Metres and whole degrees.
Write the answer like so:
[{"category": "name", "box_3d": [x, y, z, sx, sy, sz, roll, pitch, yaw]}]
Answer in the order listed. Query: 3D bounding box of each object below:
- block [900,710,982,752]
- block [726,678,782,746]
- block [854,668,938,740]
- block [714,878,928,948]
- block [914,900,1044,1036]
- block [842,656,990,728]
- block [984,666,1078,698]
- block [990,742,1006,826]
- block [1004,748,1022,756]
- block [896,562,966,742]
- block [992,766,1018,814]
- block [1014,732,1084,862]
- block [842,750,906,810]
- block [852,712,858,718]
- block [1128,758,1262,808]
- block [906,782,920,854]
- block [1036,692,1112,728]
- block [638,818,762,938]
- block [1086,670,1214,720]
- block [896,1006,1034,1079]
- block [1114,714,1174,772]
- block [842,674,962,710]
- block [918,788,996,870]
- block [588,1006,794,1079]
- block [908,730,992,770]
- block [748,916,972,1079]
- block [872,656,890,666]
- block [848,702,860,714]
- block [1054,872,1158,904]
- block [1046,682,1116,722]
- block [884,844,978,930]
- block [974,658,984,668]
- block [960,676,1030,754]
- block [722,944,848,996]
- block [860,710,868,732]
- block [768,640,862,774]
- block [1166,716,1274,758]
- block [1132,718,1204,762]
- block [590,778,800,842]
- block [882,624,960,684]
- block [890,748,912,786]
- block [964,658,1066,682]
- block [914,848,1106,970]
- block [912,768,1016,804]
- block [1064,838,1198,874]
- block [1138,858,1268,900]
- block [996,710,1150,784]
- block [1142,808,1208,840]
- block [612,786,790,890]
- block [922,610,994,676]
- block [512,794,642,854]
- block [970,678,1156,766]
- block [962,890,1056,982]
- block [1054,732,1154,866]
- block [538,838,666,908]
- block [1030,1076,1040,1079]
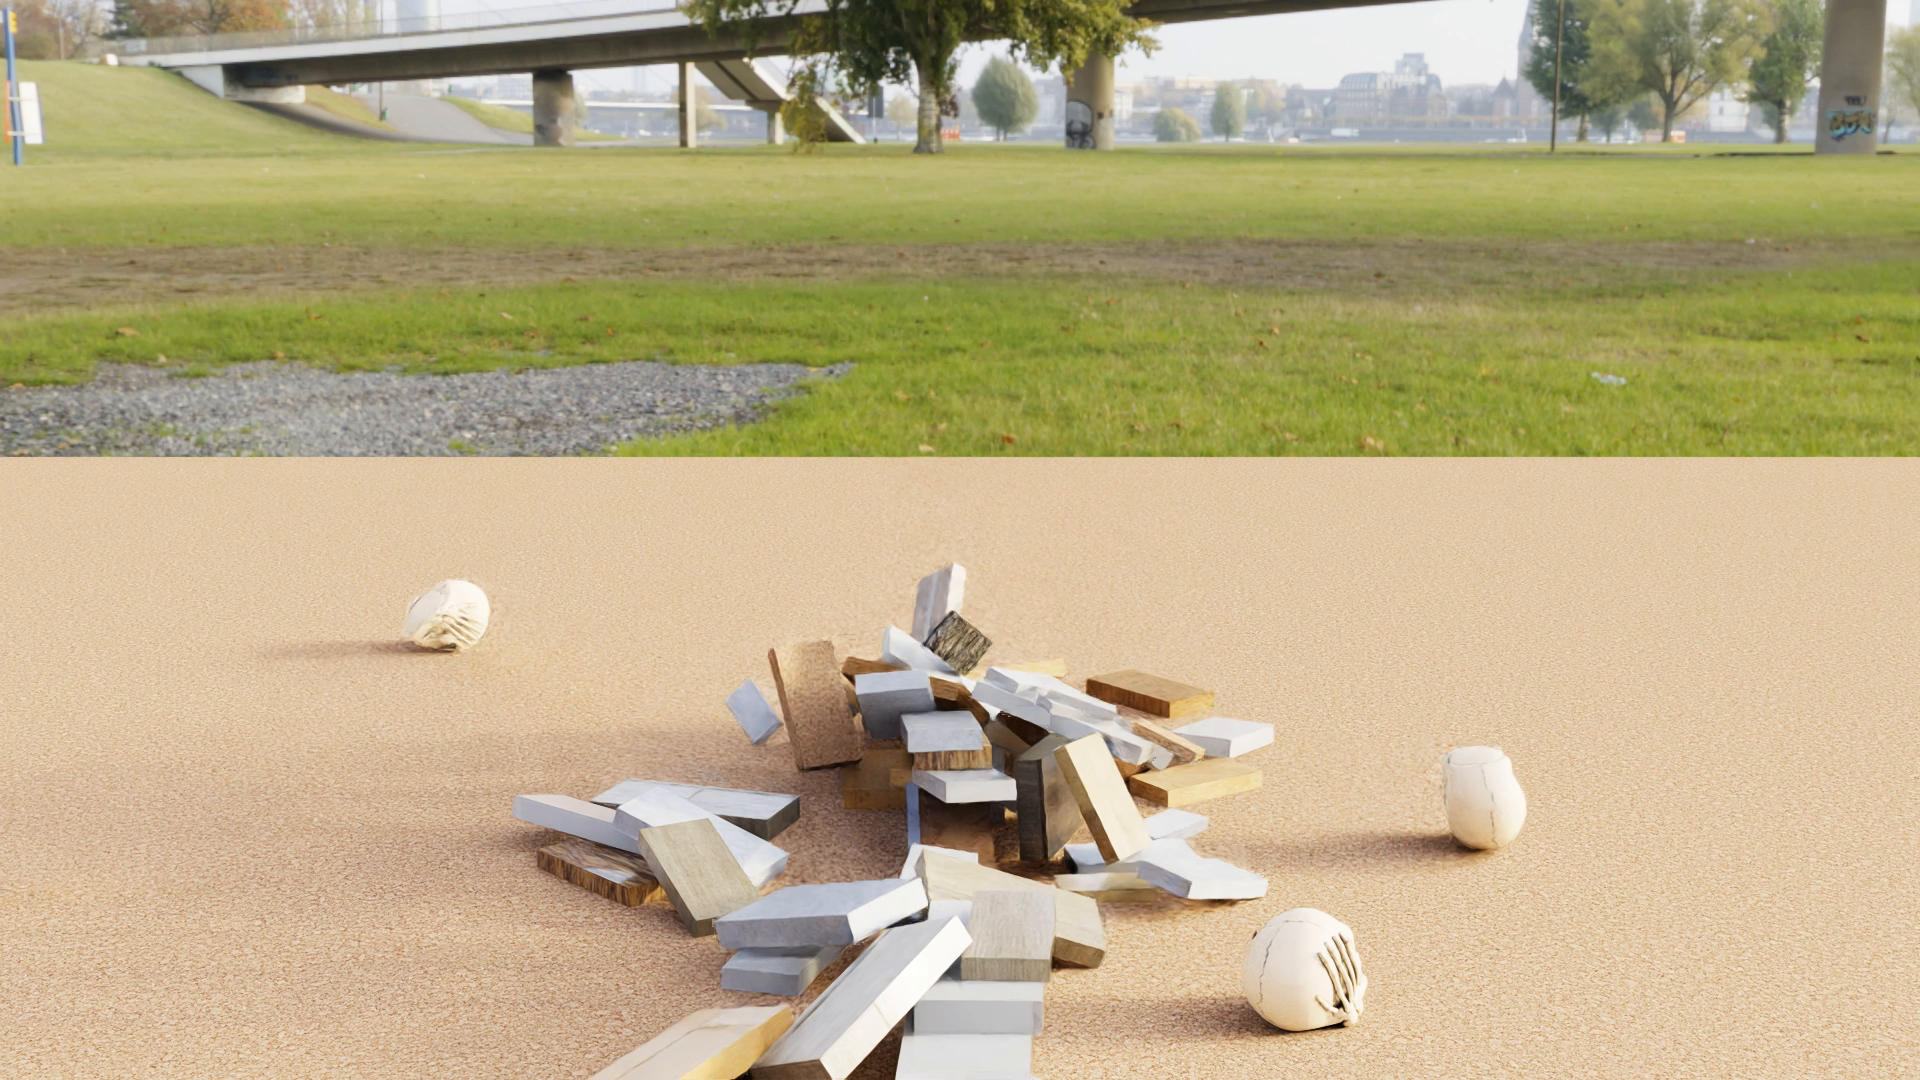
[{"category": "block", "box_3d": [-0.035, 0.336, 3.877, 0.128, 0.036, 0.256, -2, 3, -4]}, {"category": "block", "box_3d": [-0.428, 0.358, 4.573, 0.137, 0.068, 0.019, 51, 7, 38]}, {"category": "block", "box_3d": [-0.113, 0.301, 4.014, 0.128, 0.036, 0.256, -6, -24, 2]}, {"category": "block", "box_3d": [-0.211, 0.560, 3.298, 0.309, 0.044, 0.154, -13, 5, 45]}, {"category": "block", "box_3d": [0.033, 0.596, 3.087, 0.171, 0.048, 0.341, 0, 13, 3]}, {"category": "block", "box_3d": [-0.085, 0.287, 4.134, 0.265, 0.035, 0.124, 12, -24, 34]}, {"category": "block", "box_3d": [0.133, 0.267, 4.054, 0.168, 0.024, 0.084, 12, 10, -45]}, {"category": "block", "box_3d": [0.003, 0.439, 4.168, 0.162, 0.046, 0.324, 0, 23, 0]}, {"category": "block", "box_3d": [0.159, 0.389, 4.487, 0.135, 0.038, 0.270, 29, 17, 12]}, {"category": "block", "box_3d": [-0.057, 0.220, 4.294, 0.033, 0.347, 0.115, 25, -32, -29]}, {"category": "block", "box_3d": [0.091, 0.464, 4.023, 0.161, 0.023, 0.081, 33, 17, -7]}, {"category": "block", "box_3d": [0.158, 0.445, 3.856, 0.048, 0.171, 0.341, -3, 2, 13]}, {"category": "block", "box_3d": [-0.158, 0.462, 4.256, 0.135, 0.038, 0.270, -1, 11, -3]}, {"category": "block", "box_3d": [-0.254, 0.352, 4.539, 0.068, 0.137, 0.019, 47, 19, 16]}, {"category": "block", "box_3d": [0.455, 0.467, 4.243, 0.234, 0.033, 0.117, -7, 13, -33]}, {"category": "block", "box_3d": [-0.036, 0.503, 3.854, 0.111, 0.031, 0.221, -1, 30, -3]}, {"category": "block", "box_3d": [0.207, 0.308, 3.968, 0.128, 0.018, 0.064, 16, 8, -25]}, {"category": "block", "box_3d": [-0.421, 0.547, 3.579, 0.124, 0.035, 0.248, -6, 32, -29]}, {"category": "block", "box_3d": [0.422, 0.342, 4.901, 0.135, 0.038, 0.270, -8, 13, -38]}, {"category": "block", "box_3d": [0.005, 0.701, 2.848, 0.171, 0.048, 0.669, 0, 13, 3]}, {"category": "block", "box_3d": [0.329, 0.386, 4.362, 0.135, 0.038, 0.270, 36, -2, -8]}, {"category": "block", "box_3d": [-0.119, 0.288, 4.372, 0.230, 0.033, 0.115, -7, 16, -25]}, {"category": "block", "box_3d": [-0.007, 0.505, 3.718, 0.120, 0.034, 0.240, 0, 30, -3]}, {"category": "block", "box_3d": [-0.365, 0.692, 2.905, 0.154, 0.044, 0.309, -9, 5, 28]}, {"category": "block", "box_3d": [-0.021, 0.370, 3.932, 0.135, 0.038, 0.271, -2, 3, -4]}, {"category": "block", "box_3d": [-0.131, 0.622, 2.946, 0.154, 0.044, 0.309, -21, 14, 46]}, {"category": "block", "box_3d": [-0.089, 0.240, 4.675, 0.117, 0.033, 0.234, -21, 0, -36]}, {"category": "block", "box_3d": [-0.196, 0.333, 4.435, 0.137, 0.019, 0.068, -17, -8, 24]}, {"category": "block", "box_3d": [0.243, 0.580, 3.663, 0.161, 0.023, 0.081, -1, 11, -6]}, {"category": "block", "box_3d": [0.219, 0.292, 3.969, 0.128, 0.018, 0.064, 19, 8, 1]}, {"category": "block", "box_3d": [-0.043, 0.542, 3.398, 0.104, 0.030, 0.209, 8, 24, 8]}, {"category": "block", "box_3d": [-0.075, 0.277, 4.620, 0.229, 0.033, 0.115, -13, -6, -14]}, {"category": "block", "box_3d": [0.119, 0.364, 4.267, 0.304, 0.043, 0.152, 26, 16, -39]}, {"category": "block", "box_3d": [-0.261, 0.631, 3.352, 0.120, 0.034, 0.239, 2, 11, 16]}, {"category": "block", "box_3d": [-0.049, 0.348, 4.498, 0.162, 0.046, 0.324, -12, -6, 28]}, {"category": "block", "box_3d": [-0.282, 0.323, 4.277, 0.124, 0.247, 0.035, -6, -20, -28]}, {"category": "block", "box_3d": [0.533, 0.402, 4.484, 0.135, 0.038, 0.270, 5, 4, 26]}, {"category": "block", "box_3d": [0.378, 0.364, 4.000, 0.128, 0.018, 0.064, 26, 9, 17]}, {"category": "block", "box_3d": [-0.487, 0.497, 4.054, 0.352, 0.043, 0.152, 4, 11, 18]}, {"category": "block", "box_3d": [-0.073, 0.235, 4.161, 0.168, 0.024, 0.084, 34, 29, -21]}, {"category": "block", "box_3d": [-0.047, 0.401, 4.065, 0.111, 0.031, 0.221, 3, 17, 12]}, {"category": "block", "box_3d": [0.012, 0.310, 4.700, 0.135, 0.038, 0.532, -21, -11, 39]}, {"category": "block", "box_3d": [0.076, 0.561, 3.350, 0.292, 0.036, 0.128, 19, 25, -14]}, {"category": "block", "box_3d": [0.005, 0.414, 3.784, 0.120, 0.034, 0.240, -1, 3, -15]}, {"category": "block", "box_3d": [0.294, 0.551, 3.794, 0.213, 0.030, 0.107, -2, 11, -10]}, {"category": "block", "box_3d": [0.399, 0.555, 3.607, 0.107, 0.030, 0.213, 18, 6, 42]}, {"category": "block", "box_3d": [0.218, 0.388, 4.200, 0.304, 0.043, 0.152, 22, 12, -48]}, {"category": "block", "box_3d": [0.369, 0.522, 3.971, 0.081, 0.023, 0.161, 9, 14, 39]}, {"category": "block", "box_3d": [-0.442, 0.512, 3.748, 0.271, 0.038, 0.135, 24, 18, 18]}, {"category": "block", "box_3d": [-0.002, 0.194, 4.133, 0.024, 0.084, 0.168, 40, -1, 31]}, {"category": "block", "box_3d": [-0.633, 0.502, 3.881, 0.292, 0.038, 0.135, 11, -1, 28]}, {"category": "block", "box_3d": [0.190, 0.326, 3.996, 0.329, 0.034, 0.120, 21, 8, 16]}, {"category": "block", "box_3d": [0.071, 0.553, 3.085, 0.120, 0.034, 0.239, 0, 13, 5]}, {"category": "block", "box_3d": [0.245, 0.442, 3.763, 0.030, 0.213, 0.107, -33, -12, 37]}, {"category": "block", "box_3d": [-0.593, 0.560, 3.737, 0.117, 0.033, 0.273, -10, 14, -43]}, {"category": "block", "box_3d": [0.068, 0.720, 2.932, 0.046, 0.013, 0.092, -9, 14, -40]}]
